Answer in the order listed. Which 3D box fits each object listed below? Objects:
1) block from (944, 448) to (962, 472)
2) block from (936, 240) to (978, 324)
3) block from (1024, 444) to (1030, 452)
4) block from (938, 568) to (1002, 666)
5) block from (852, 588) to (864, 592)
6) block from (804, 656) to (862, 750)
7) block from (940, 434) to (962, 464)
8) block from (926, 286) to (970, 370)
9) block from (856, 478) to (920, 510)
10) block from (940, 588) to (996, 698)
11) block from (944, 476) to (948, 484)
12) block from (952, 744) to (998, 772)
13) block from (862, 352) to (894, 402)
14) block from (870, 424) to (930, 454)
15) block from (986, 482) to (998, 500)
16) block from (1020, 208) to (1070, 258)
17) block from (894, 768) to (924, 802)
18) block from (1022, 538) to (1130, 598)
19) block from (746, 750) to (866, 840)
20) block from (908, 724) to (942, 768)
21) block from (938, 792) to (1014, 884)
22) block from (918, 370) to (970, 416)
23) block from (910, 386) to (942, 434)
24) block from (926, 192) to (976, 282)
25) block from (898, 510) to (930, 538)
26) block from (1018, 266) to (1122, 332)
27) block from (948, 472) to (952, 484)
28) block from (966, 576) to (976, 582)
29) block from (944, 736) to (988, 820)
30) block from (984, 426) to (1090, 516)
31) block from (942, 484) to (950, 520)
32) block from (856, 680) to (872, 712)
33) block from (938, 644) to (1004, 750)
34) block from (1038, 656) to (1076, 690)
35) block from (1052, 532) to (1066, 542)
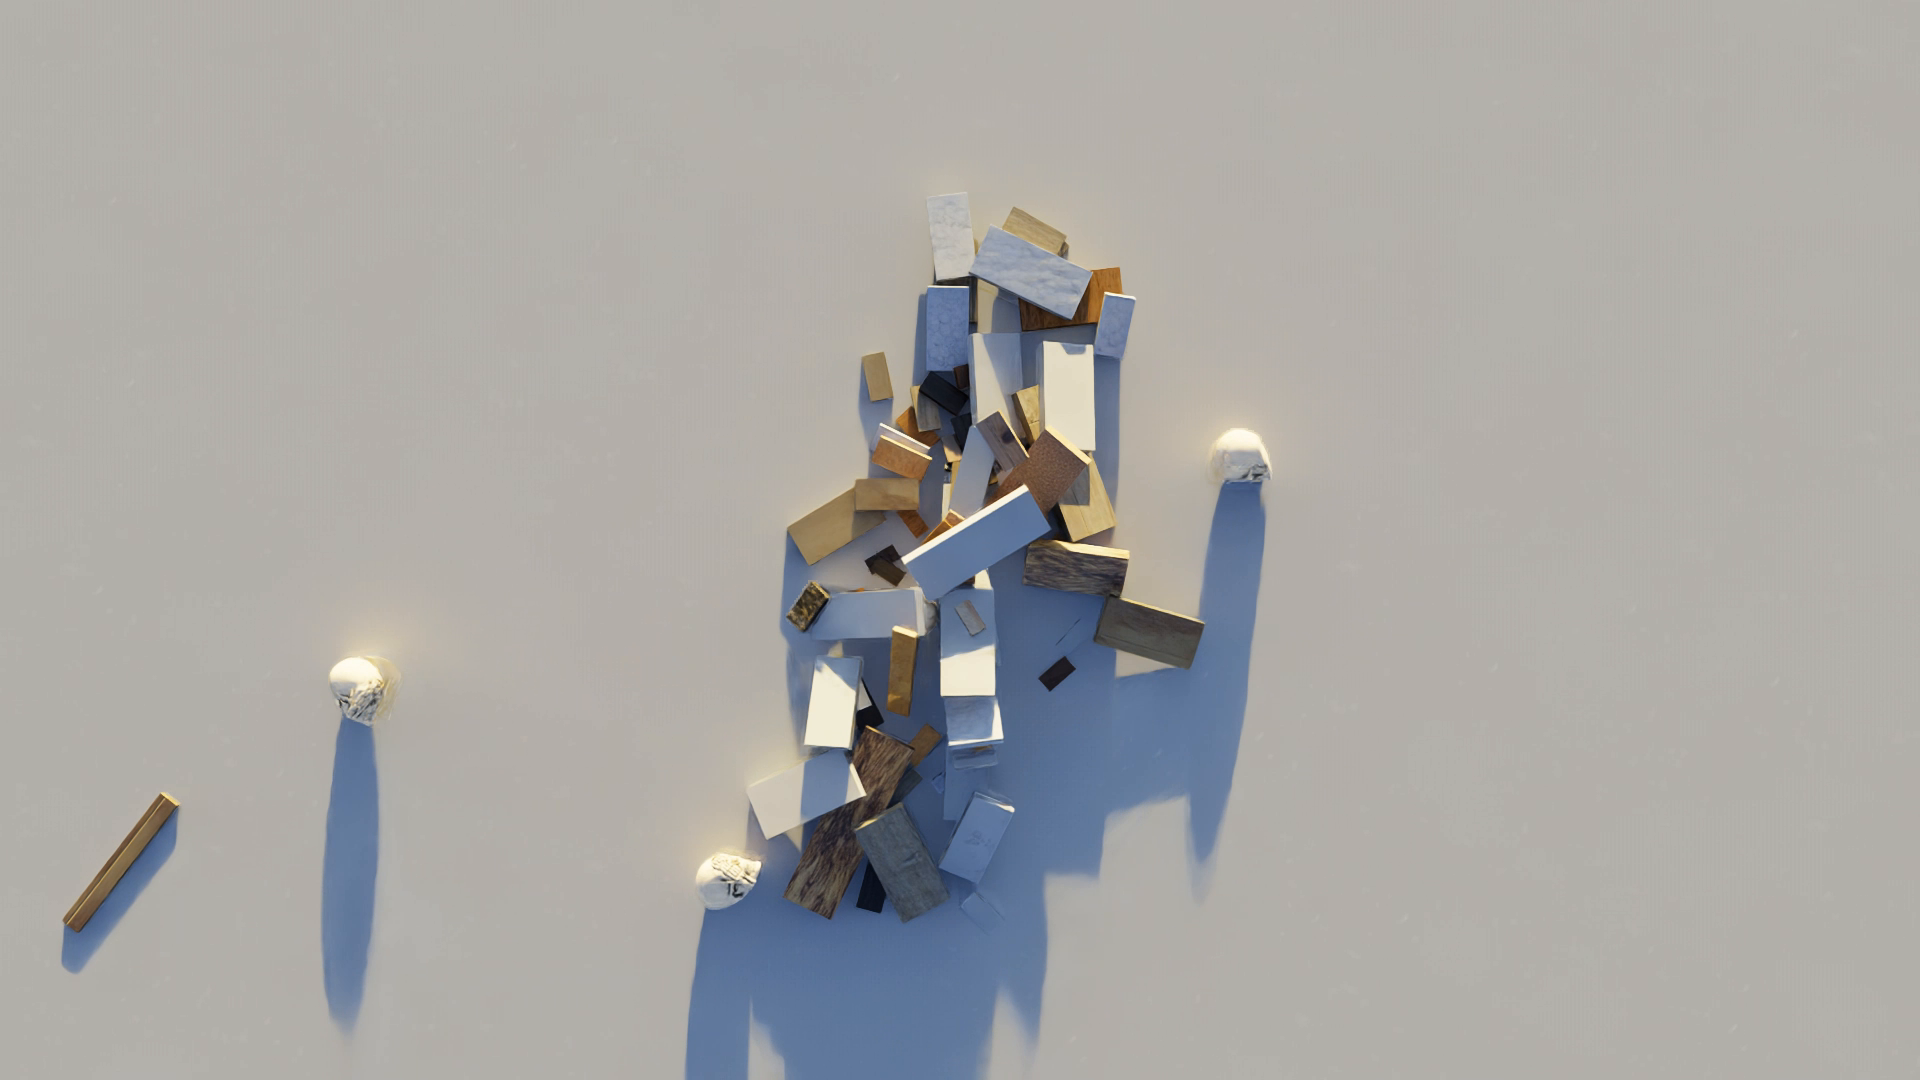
[{"bbox_3d":[-0.016,-0.271,5.467,0.051,0.015,0.103,13,61,3],"label":"block"},{"bbox_3d":[-0.010,-0.859,5.481,0.137,0.039,0.275,0,90,0],"label":"block"},{"bbox_3d":[0.249,-0.242,5.468,0.075,0.021,0.149,-41,89,-1],"label":"block"},{"bbox_3d":[0.026,0.251,5.432,0.175,0.049,0.349,-8,75,0],"label":"block"},{"bbox_3d":[-0.327,0.240,5.464,0.022,0.077,0.155,-19,90,-43],"label":"block"},{"bbox_3d":[-0.414,0.535,5.418,0.149,0.042,0.298,3,71,11],"label":"block"},{"bbox_3d":[-0.027,-0.301,5.466,0.051,0.015,0.103,-11,62,-9],"label":"block"},{"bbox_3d":[-0.041,-0.699,5.447,0.137,0.039,0.275,1,104,0],"label":"block"},{"bbox_3d":[-0.240,-0.151,5.441,0.208,0.029,0.104,-1,90,1],"label":"block"},{"bbox_3d":[0.025,0.335,5.359,0.175,0.049,0.349,-1,75,2],"label":"block"},{"bbox_3d":[-0.008,-0.115,5.468,0.095,0.027,0.190,3,79,1],"label":"block"},{"bbox_3d":[0.032,0.607,5.433,0.143,0.040,0.285,-8,71,-2],"label":"block"},{"bbox_3d":[-0.274,-0.543,5.489,0.077,0.022,0.154,-12,90,0],"label":"block"},{"bbox_3d":[-0.201,-0.306,5.473,0.181,0.026,0.090,26,109,0],"label":"block"},{"bbox_3d":[0.141,-0.123,5.489,0.076,0.022,0.153,-18,90,0],"label":"block"},{"bbox_3d":[0.253,-0.998,5.486,0.203,0.029,0.101,37,90,0],"label":"block"},{"bbox_3d":[-0.178,0.814,5.493,0.052,0.015,0.104,44,90,0],"label":"block"},{"bbox_3d":[0.381,0.092,5.433,0.329,0.047,0.165,8,125,0],"label":"block"},{"bbox_3d":[-0.507,0.831,5.428,0.358,0.051,0.179,-26,80,10],"label":"block"},{"bbox_3d":[-0.129,0.684,5.490,0.068,0.019,0.135,40,90,0],"label":"block"},{"bbox_3d":[0.053,0.981,5.435,0.143,0.040,0.285,23,106,-6],"label":"block"},{"bbox_3d":[-0.054,-0.486,5.471,0.154,0.022,0.077,34,75,-7],"label":"block"},{"bbox_3d":[-0.114,-0.438,5.475,0.077,0.022,0.154,-11,84,-10],"label":"block"},{"bbox_3d":[-0.027,-1.000,5.442,0.137,0.039,0.275,-8,90,0],"label":"block"},{"bbox_3d":[-0.156,-0.064,5.492,0.054,0.015,0.109,-36,90,0],"label":"block"},{"bbox_3d":[0.368,-0.798,5.476,0.342,0.048,0.171,-7,90,0],"label":"block"},{"bbox_3d":[-0.012,-0.202,5.464,0.051,0.015,0.103,3,79,1],"label":"block"},{"bbox_3d":[0.005,0.048,5.448,0.095,0.027,0.190,1,65,0],"label":"block"},{"bbox_3d":[0.022,0.785,5.463,0.143,0.040,0.285,3,89,-1],"label":"block"},{"bbox_3d":[0.251,-0.184,5.369,0.176,0.050,0.353,41,118,4],"label":"block"},{"bbox_3d":[-0.012,-0.086,5.429,0.095,0.027,0.190,3,86,1],"label":"block"},{"bbox_3d":[-0.387,0.540,5.464,0.171,0.024,0.085,-23,90,1],"label":"block"},{"bbox_3d":[0.033,0.503,5.403,0.175,0.049,0.349,-8,65,0],"label":"block"},{"bbox_3d":[0.323,0.445,5.492,0.115,0.016,0.058,-41,90,0],"label":"block"},{"bbox_3d":[0.348,0.030,5.492,0.110,0.016,0.055,40,90,0],"label":"block"}]
